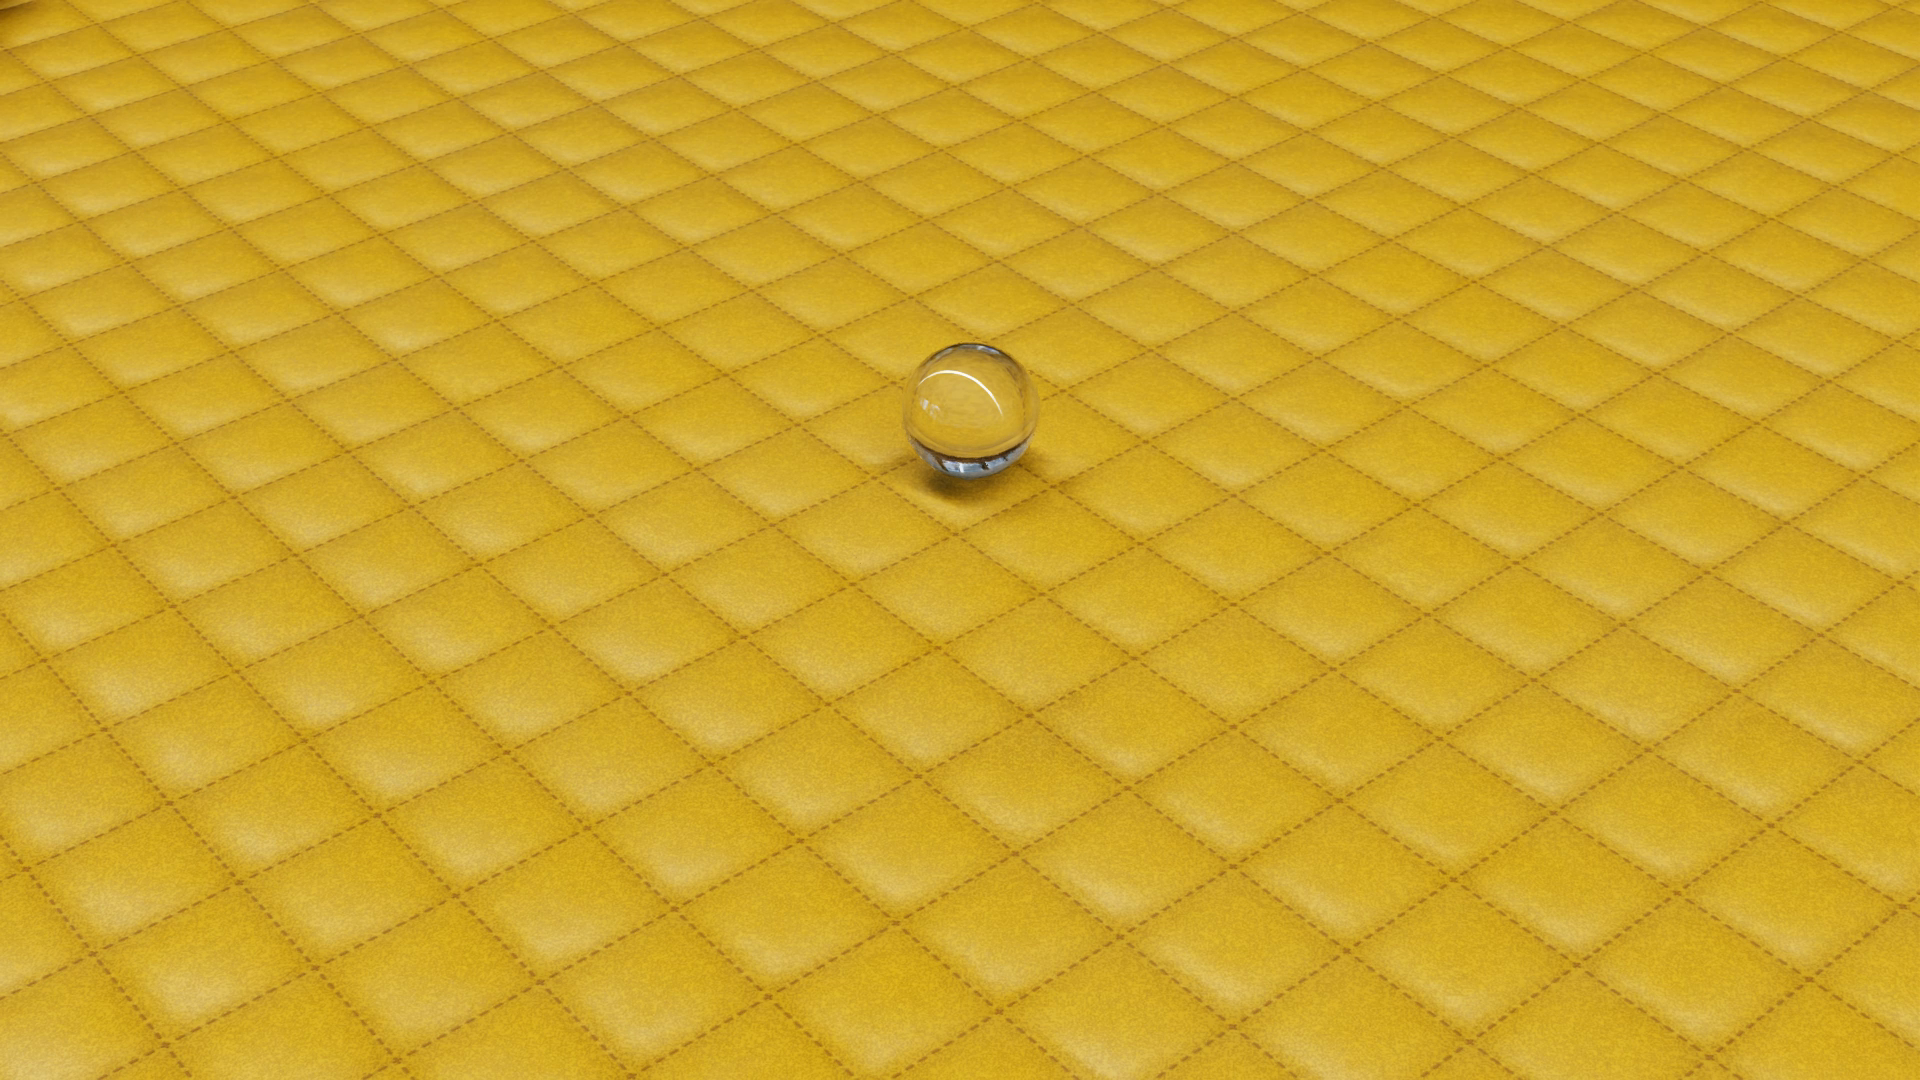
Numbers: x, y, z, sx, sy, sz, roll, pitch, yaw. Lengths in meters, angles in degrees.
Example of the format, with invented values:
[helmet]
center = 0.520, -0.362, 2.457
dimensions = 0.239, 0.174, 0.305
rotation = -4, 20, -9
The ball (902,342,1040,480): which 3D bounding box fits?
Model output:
[ball]
center = 0.007, -0.090, 1.773
dimensions = 0.095, 0.095, 0.095
rotation = 0, 36, 0
